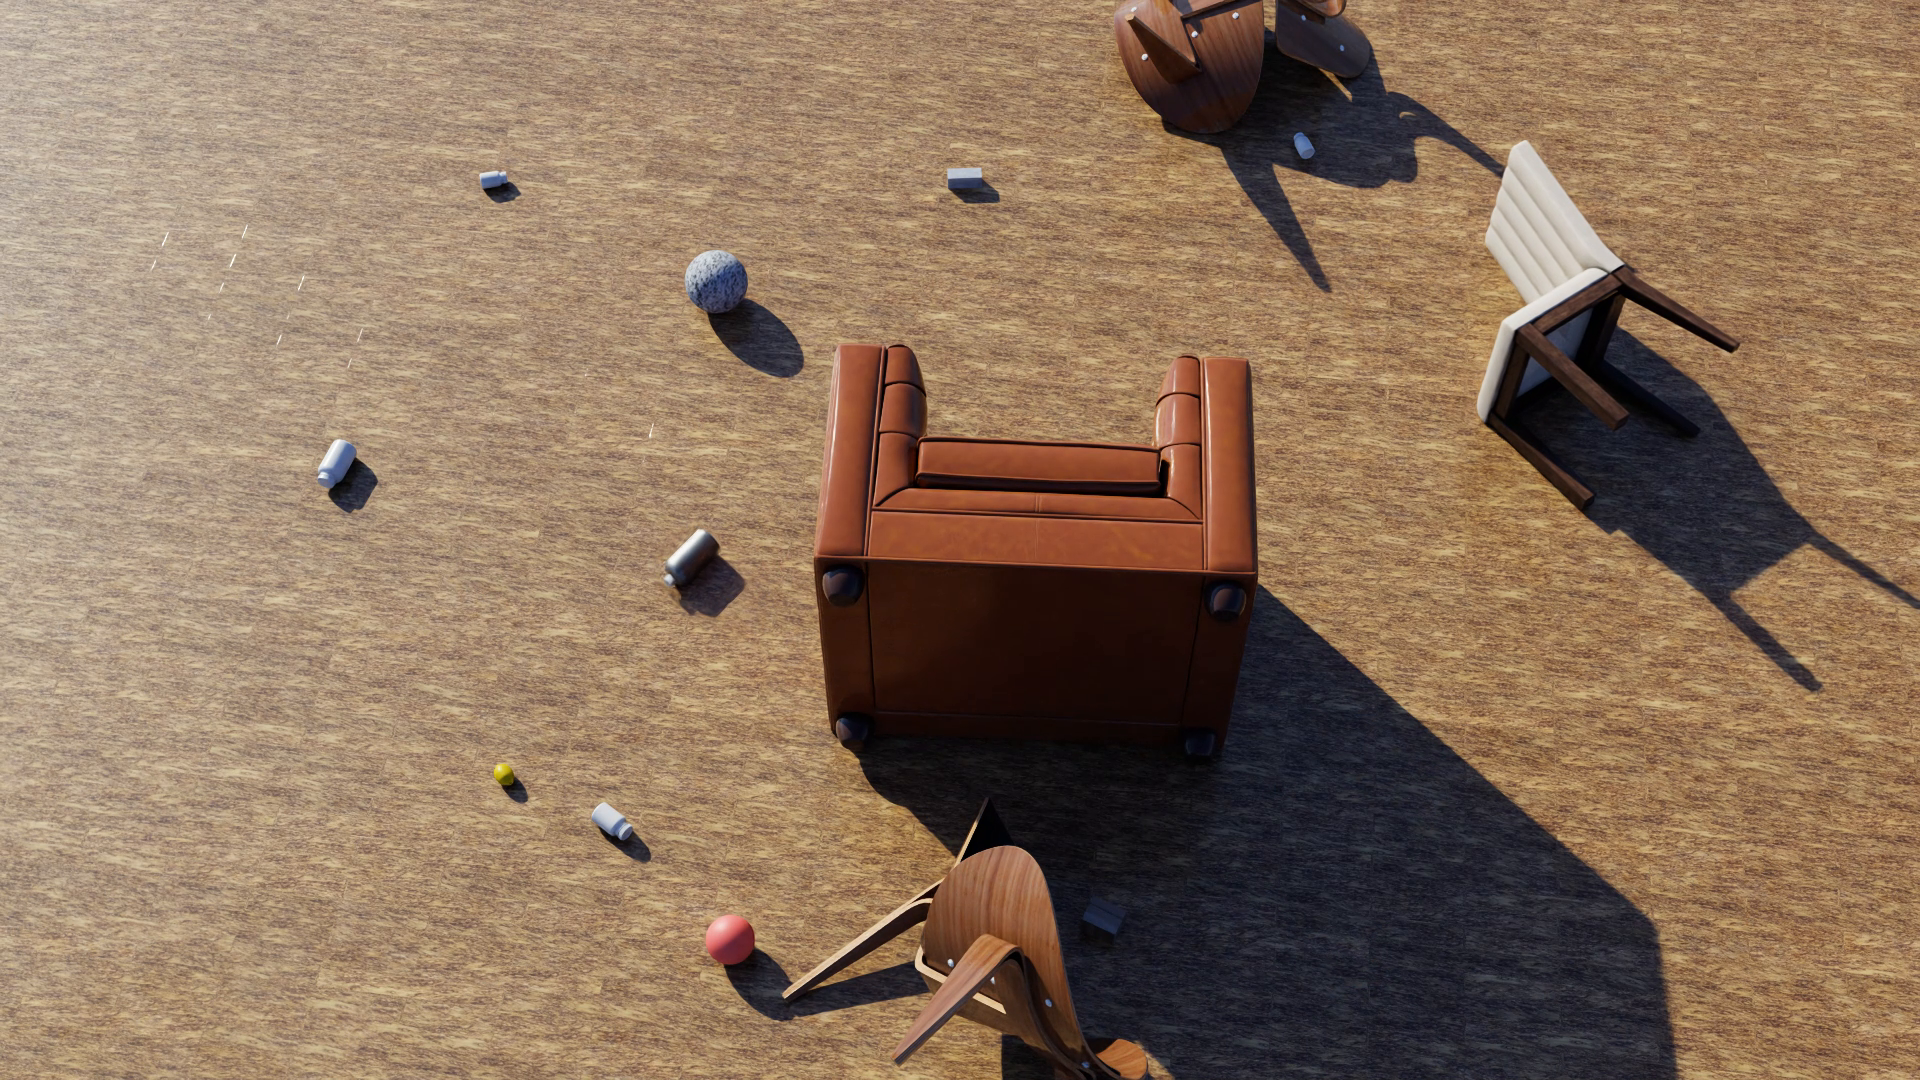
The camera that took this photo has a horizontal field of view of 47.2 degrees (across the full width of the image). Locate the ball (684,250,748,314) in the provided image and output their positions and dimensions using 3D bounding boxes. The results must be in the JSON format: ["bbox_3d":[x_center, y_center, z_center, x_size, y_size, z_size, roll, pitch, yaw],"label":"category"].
[{"bbox_3d":[-0.776,-0.823,7.005,0.200,0.200,0.200,0,56,0],"label":"ball"}]

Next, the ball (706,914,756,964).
[{"bbox_3d":[-0.604,1.052,5.790,0.130,0.130,0.130,0,56,0],"label":"ball"}]

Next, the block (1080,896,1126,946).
[{"bbox_3d":[0.382,1.013,5.849,0.097,0.074,0.076,23,59,15],"label":"block"}]

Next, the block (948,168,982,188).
[{"bbox_3d":[0.015,-1.210,7.356,0.113,0.049,0.044,-2,56,-2],"label":"block"}]
